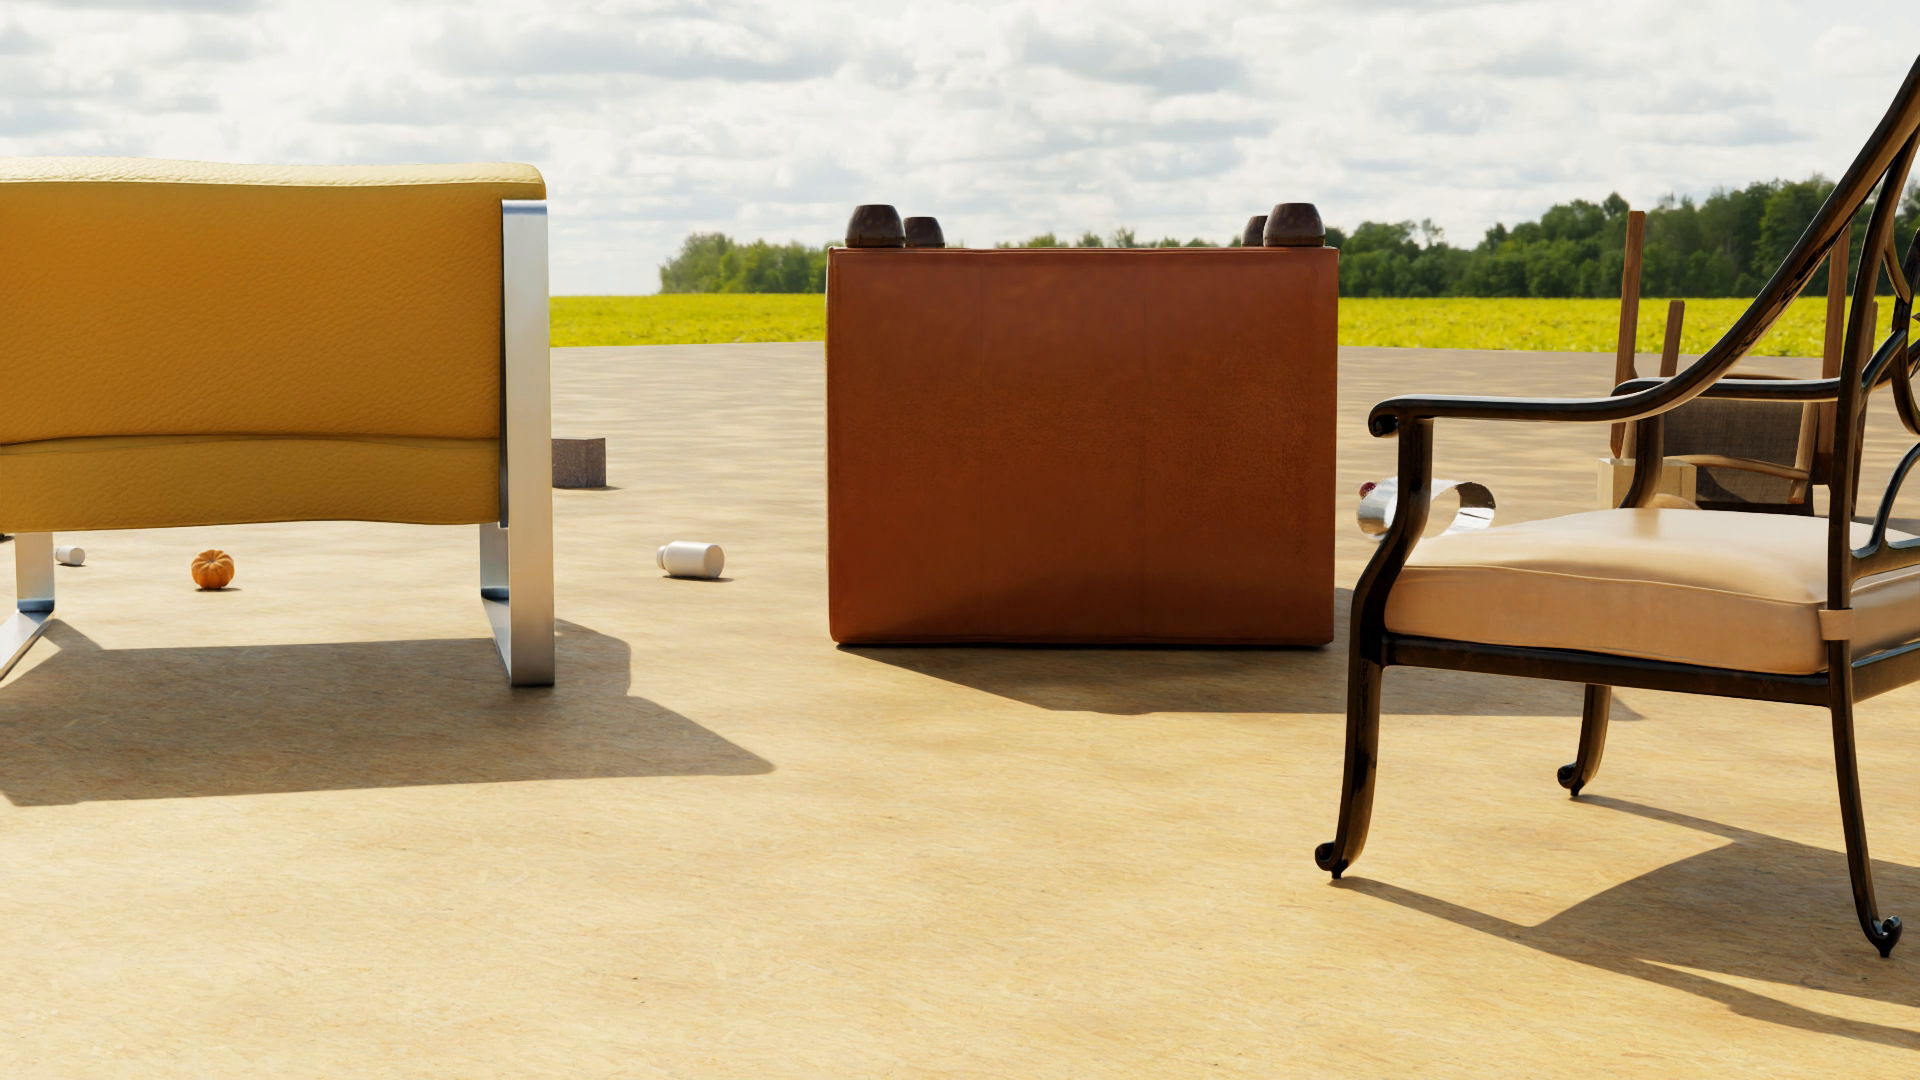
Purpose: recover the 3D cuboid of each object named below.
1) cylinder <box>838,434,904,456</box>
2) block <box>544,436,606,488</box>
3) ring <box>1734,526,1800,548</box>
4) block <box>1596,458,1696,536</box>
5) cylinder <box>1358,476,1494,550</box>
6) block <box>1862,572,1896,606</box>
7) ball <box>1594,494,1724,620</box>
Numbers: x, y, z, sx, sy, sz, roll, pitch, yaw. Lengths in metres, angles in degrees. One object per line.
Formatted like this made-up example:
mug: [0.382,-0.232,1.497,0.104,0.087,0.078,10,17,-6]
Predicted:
cylinder: [-0.327,-0.348,9.441,0.176,0.072,0.192,-4,9,-31]
block: [-1.209,-0.246,8.066,0.153,0.150,0.112,3,7,26]
ring: [1.976,-0.007,6.279,0.136,0.043,0.161,-4,8,-44]
block: [1.700,-0.094,6.365,0.197,0.197,0.251,1,6,5]
cylinder: [1.143,-0.069,6.296,0.232,0.152,0.252,-22,15,-24]
block: [1.849,0.099,5.165,0.053,0.059,0.084,1,6,12]
ball: [1.342,0.031,4.928,0.242,0.242,0.242,0,6,0]
